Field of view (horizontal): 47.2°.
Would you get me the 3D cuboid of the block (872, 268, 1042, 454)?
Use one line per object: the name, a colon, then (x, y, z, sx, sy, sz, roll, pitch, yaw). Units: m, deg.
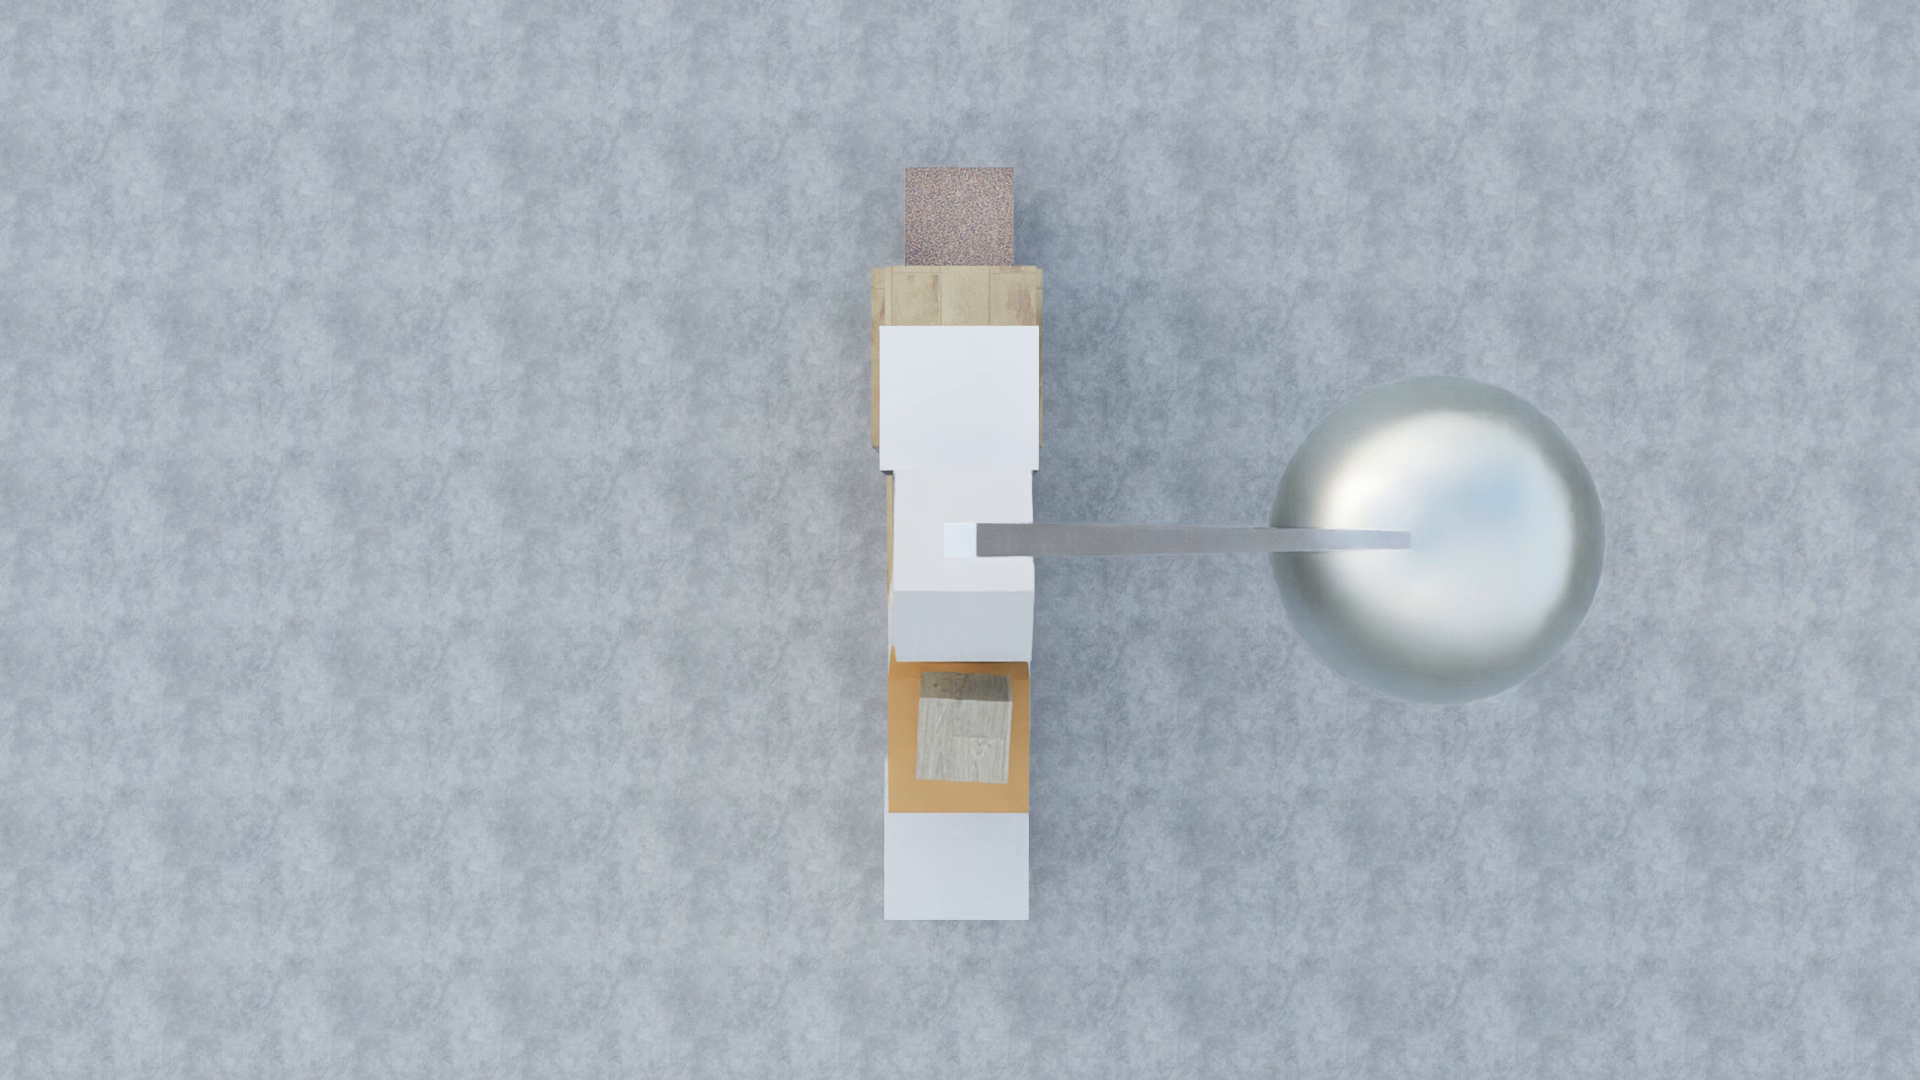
block: (-0.017, -1.000, 12.518, 0.936, 0.963, 0.974, 0, 90, 0)

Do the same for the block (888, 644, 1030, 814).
block: (-0.006, 0.948, 11.136, 0.696, 0.652, 0.685, 0, 103, 0)

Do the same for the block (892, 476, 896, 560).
block: (-0.016, -0.172, 11.804, 0.670, 0.687, 0.628, 0, 90, 0)

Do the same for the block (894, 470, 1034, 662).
block: (0.016, 0.122, 10.359, 0.638, 0.598, 0.686, 0, 55, 0)

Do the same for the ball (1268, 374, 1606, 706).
ball: (2.295, 0.000, 10.649, 1.600, 1.600, 1.600, 0, 90, 0)

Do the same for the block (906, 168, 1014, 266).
block: (-0.003, -1.792, 12.655, 0.608, 0.691, 0.590, 0, 90, 0)

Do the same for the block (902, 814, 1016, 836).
block: (-0.006, 1.309, 11.805, 0.589, 0.552, 0.495, 0, 90, 0)

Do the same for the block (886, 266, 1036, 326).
block: (0.003, -0.954, 11.677, 0.776, 0.720, 0.916, 0, 90, 0)

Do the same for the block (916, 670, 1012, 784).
block: (0.017, 0.894, 10.557, 0.436, 0.455, 0.401, 3, 103, -1)

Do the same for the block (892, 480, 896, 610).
block: (-0.010, 0.094, 11.086, 0.639, 0.592, 0.653, 0, 74, 0)

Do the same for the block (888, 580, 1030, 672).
block: (-0.004, 0.613, 11.795, 0.737, 0.777, 0.754, 0, 103, 0)

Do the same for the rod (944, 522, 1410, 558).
rod: (0.994, 0.000, 7.508, 0.080, 5.200, 0.080, 0, 90, 22)

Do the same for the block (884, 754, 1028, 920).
block: (-0.019, 1.651, 12.540, 0.792, 0.919, 0.872, 0, 90, 0)

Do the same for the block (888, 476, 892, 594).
block: (-0.016, -0.044, 12.574, 0.774, 0.853, 0.916, 0, 90, 0)

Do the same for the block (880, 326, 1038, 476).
block: (-0.003, -0.679, 10.923, 0.761, 0.788, 0.691, 0, 90, 0)
